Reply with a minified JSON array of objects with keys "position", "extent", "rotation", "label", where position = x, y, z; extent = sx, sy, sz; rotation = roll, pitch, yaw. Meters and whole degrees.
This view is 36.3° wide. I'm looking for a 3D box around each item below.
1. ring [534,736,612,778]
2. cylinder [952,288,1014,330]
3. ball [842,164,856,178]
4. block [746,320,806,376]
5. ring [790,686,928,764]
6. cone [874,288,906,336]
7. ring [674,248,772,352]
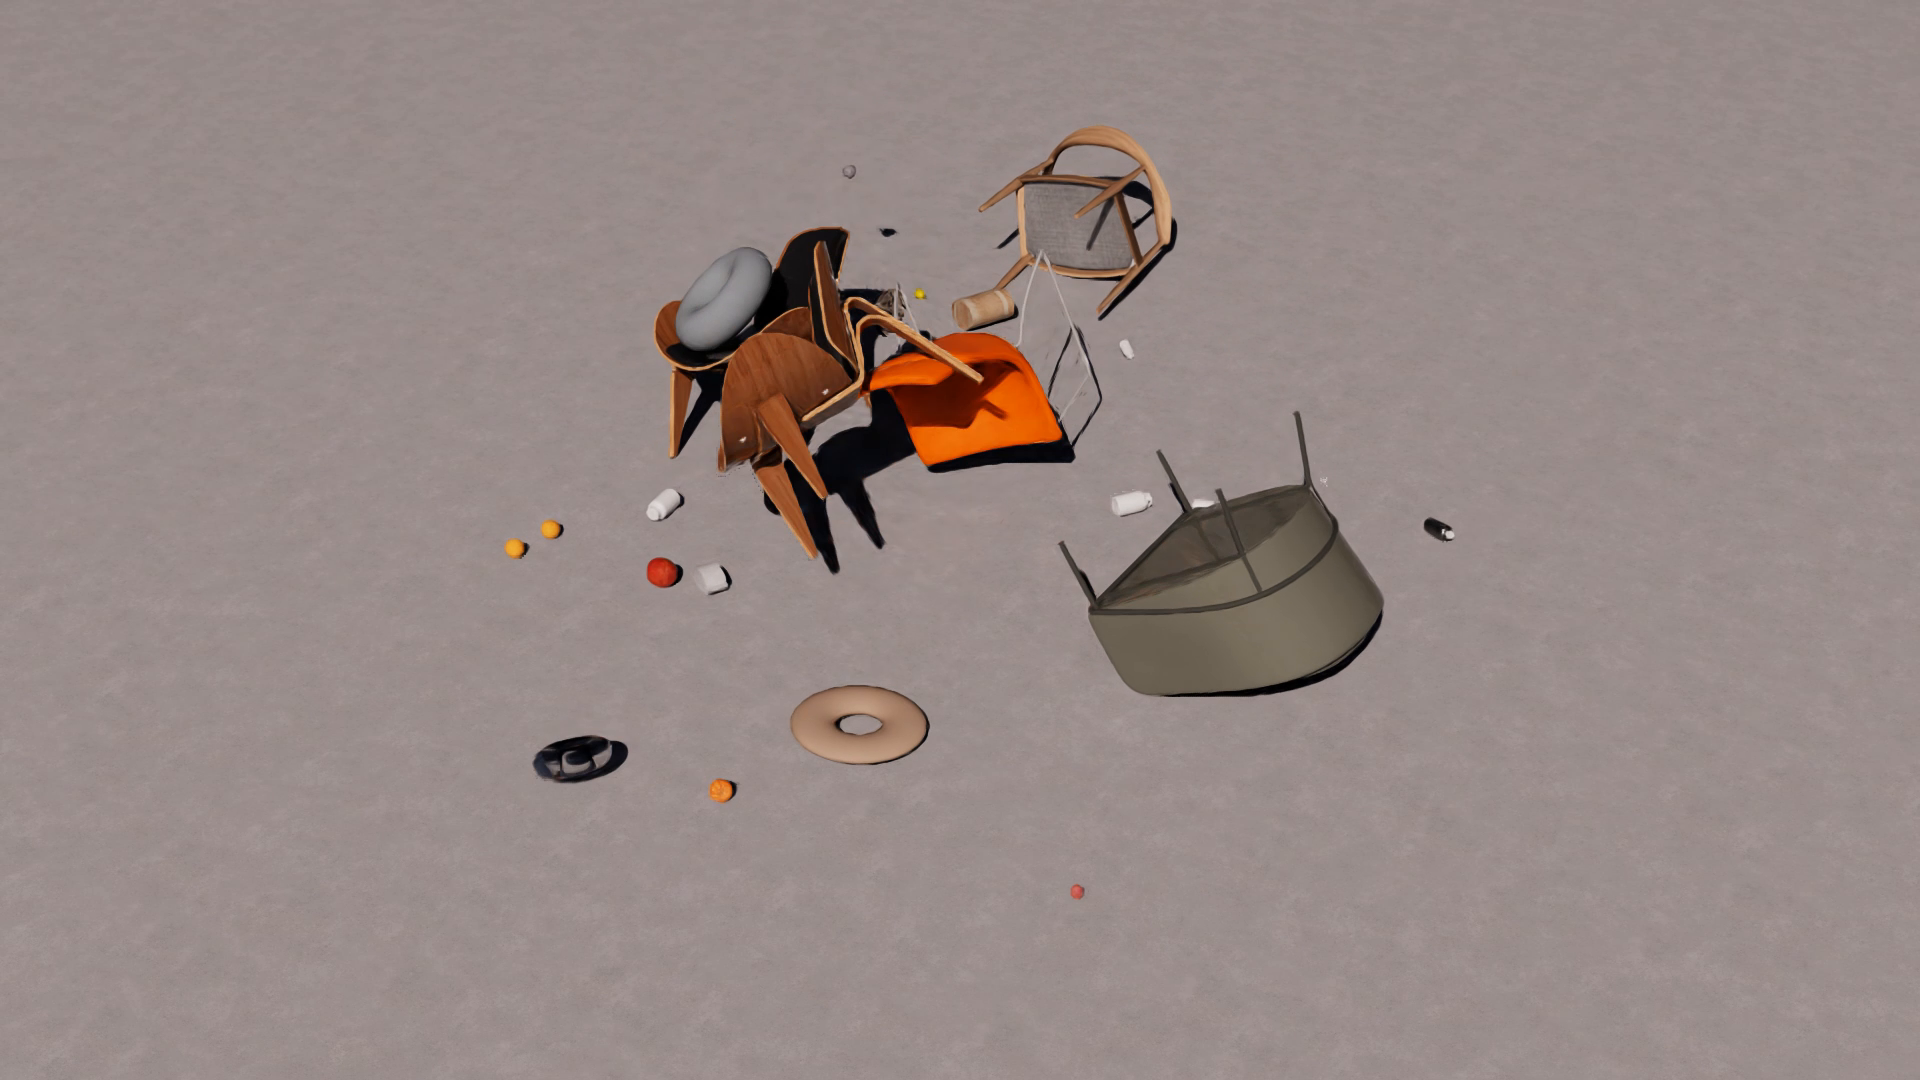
[{"position":[-1.269,0.711,9.611],"extent":[0.281,0.097,0.186],"rotation":[-15,12,-34],"label":"ring"},{"position":[0.097,-0.971,12.299],"extent":[0.211,0.129,0.168],"rotation":[-19,27,-26],"label":"cylinder"},{"position":[-0.453,-1.512,12.020],"extent":[0.056,0.056,0.056],"rotation":[0,33,0],"label":"ball"},{"position":[-0.750,-0.779,11.901],"extent":[0.101,0.168,0.166],"rotation":[36,9,30],"label":"block"},{"position":[-0.343,0.623,9.928],"extent":[0.466,0.066,0.436],"rotation":[1,32,-2],"label":"ring"},{"position":[-0.289,-0.850,11.542],"extent":[0.118,0.179,0.224],"rotation":[15,59,0],"label":"cone"},{"position":[-0.909,-0.924,11.277],"extent":[0.405,0.165,0.484],"rotation":[-4,48,53],"label":"ring"}]
